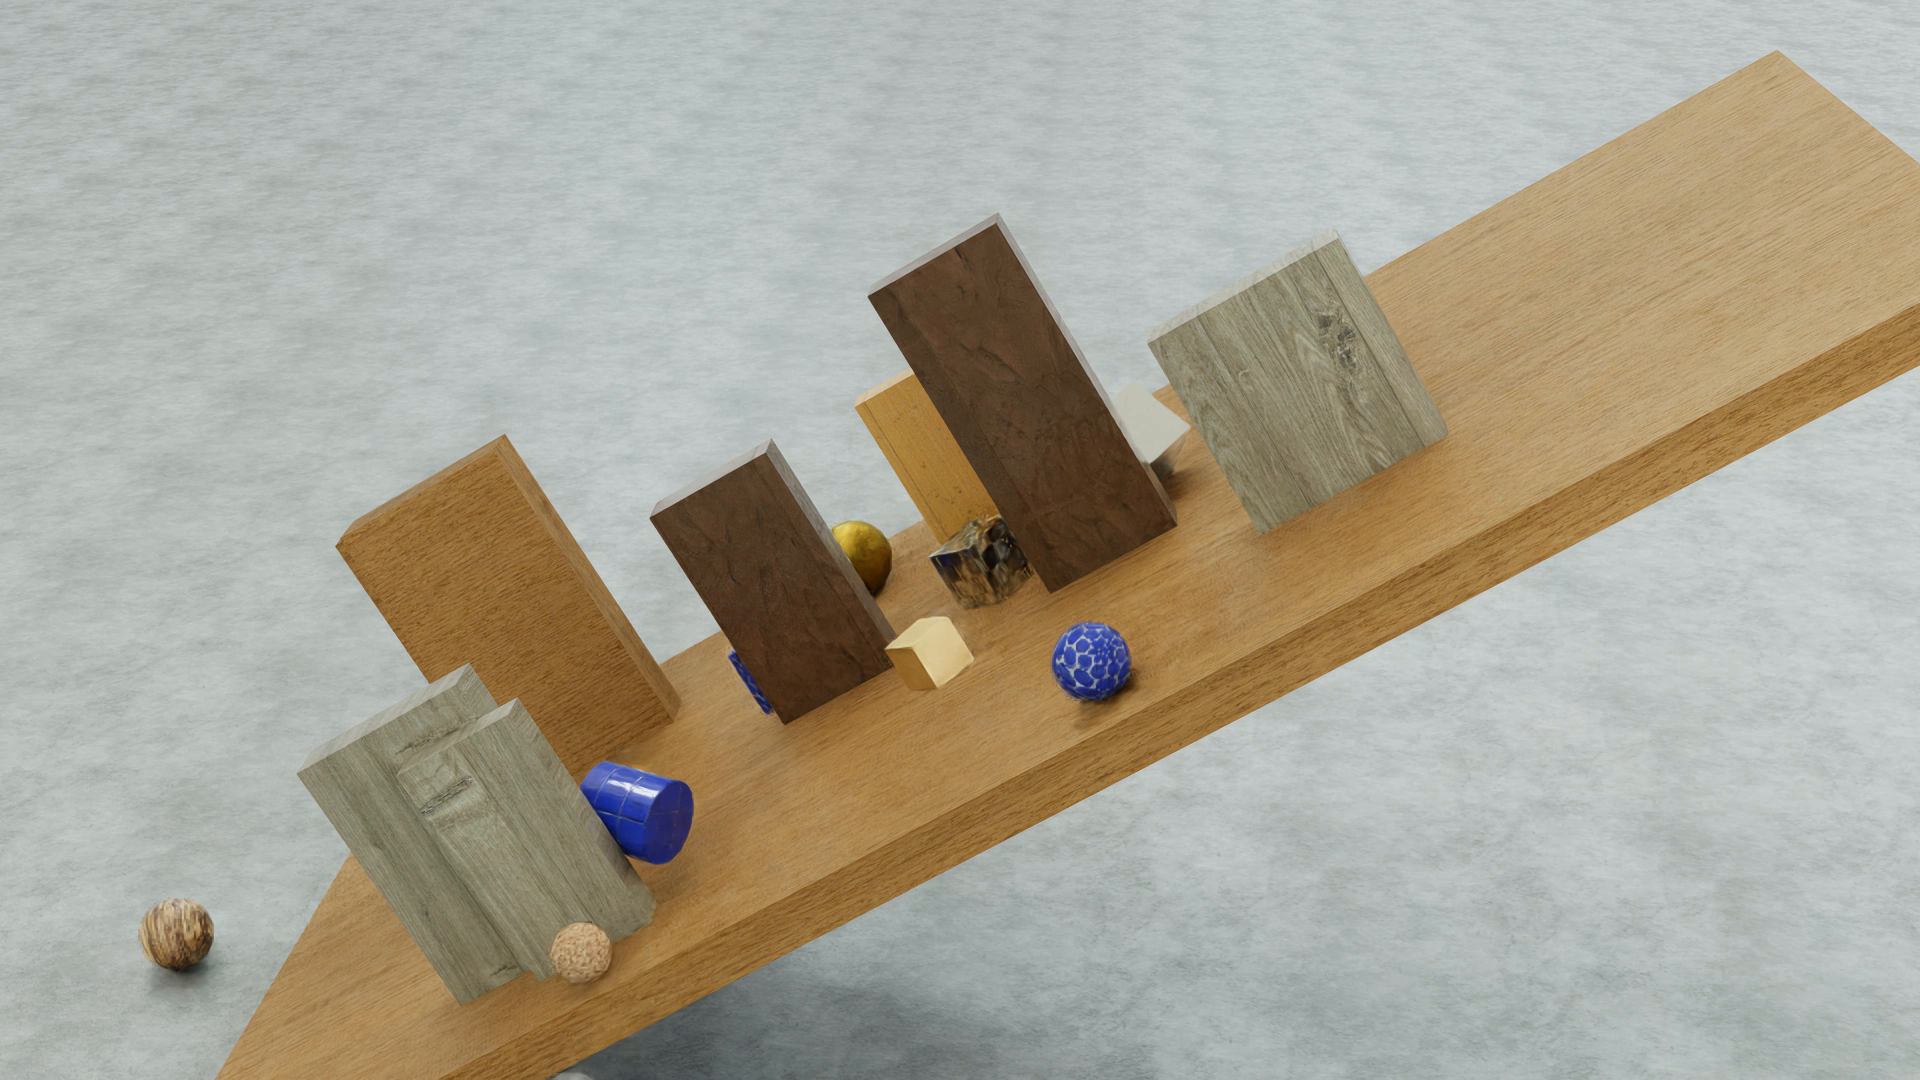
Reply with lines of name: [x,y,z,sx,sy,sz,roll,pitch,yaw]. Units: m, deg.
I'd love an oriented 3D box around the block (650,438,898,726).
block: [-0.392,0.092,6.335,0.294,0.547,0.107,-29,15,12]

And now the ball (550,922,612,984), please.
ball: [-0.719,0.785,5.584,0.117,0.117,0.117,0,19,0]

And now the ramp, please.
ramp: [0.142,0.168,6.286,4.000,0.100,2.000,-29,15,12]

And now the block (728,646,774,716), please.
block: [-0.393,0.259,6.557,0.162,0.162,0.162,-28,15,16]

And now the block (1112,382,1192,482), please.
block: [0.369,-0.202,6.377,0.165,0.165,0.165,39,57,15]

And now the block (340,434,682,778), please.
block: [-1.048,0.191,6.907,0.431,0.769,0.132,-29,15,12]

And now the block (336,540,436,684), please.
block: [-1.192,0.225,7.182,0.279,0.722,0.135,-29,15,12]

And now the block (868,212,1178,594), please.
block: [0.134,-0.278,6.089,0.305,0.741,0.101,-29,15,12]

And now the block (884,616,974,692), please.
block: [-0.064,0.235,6.068,0.109,0.109,0.109,-40,17,-29]

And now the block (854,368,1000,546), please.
block: [0.066,-0.206,6.521,0.407,0.475,0.083,-29,15,12]

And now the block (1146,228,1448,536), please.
block: [0.654,-0.305,5.700,0.415,0.447,0.092,-29,15,12]

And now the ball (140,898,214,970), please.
ball: [-1.876,0.944,7.051,0.171,0.171,0.171,0,19,0]

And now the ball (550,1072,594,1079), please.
ball: [-0.706,1.031,5.338,0.129,0.129,0.129,0,19,0]

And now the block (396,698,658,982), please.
block: [-0.839,0.585,5.717,0.261,0.502,0.089,-29,15,12]

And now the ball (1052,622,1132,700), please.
ball: [0.242,0.223,5.411,0.146,0.146,0.146,0,19,0]

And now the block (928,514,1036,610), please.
block: [0.054,0.047,6.379,0.142,0.142,0.142,-42,18,-34]

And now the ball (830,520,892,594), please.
ball: [-0.249,0.044,6.931,0.180,0.180,0.180,0,19,0]

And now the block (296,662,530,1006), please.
block: [-0.983,0.588,5.841,0.380,0.582,0.119,-29,15,12]

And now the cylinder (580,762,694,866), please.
cylinder: [-0.647,0.541,5.832,0.170,0.170,0.170,13,22,27]
